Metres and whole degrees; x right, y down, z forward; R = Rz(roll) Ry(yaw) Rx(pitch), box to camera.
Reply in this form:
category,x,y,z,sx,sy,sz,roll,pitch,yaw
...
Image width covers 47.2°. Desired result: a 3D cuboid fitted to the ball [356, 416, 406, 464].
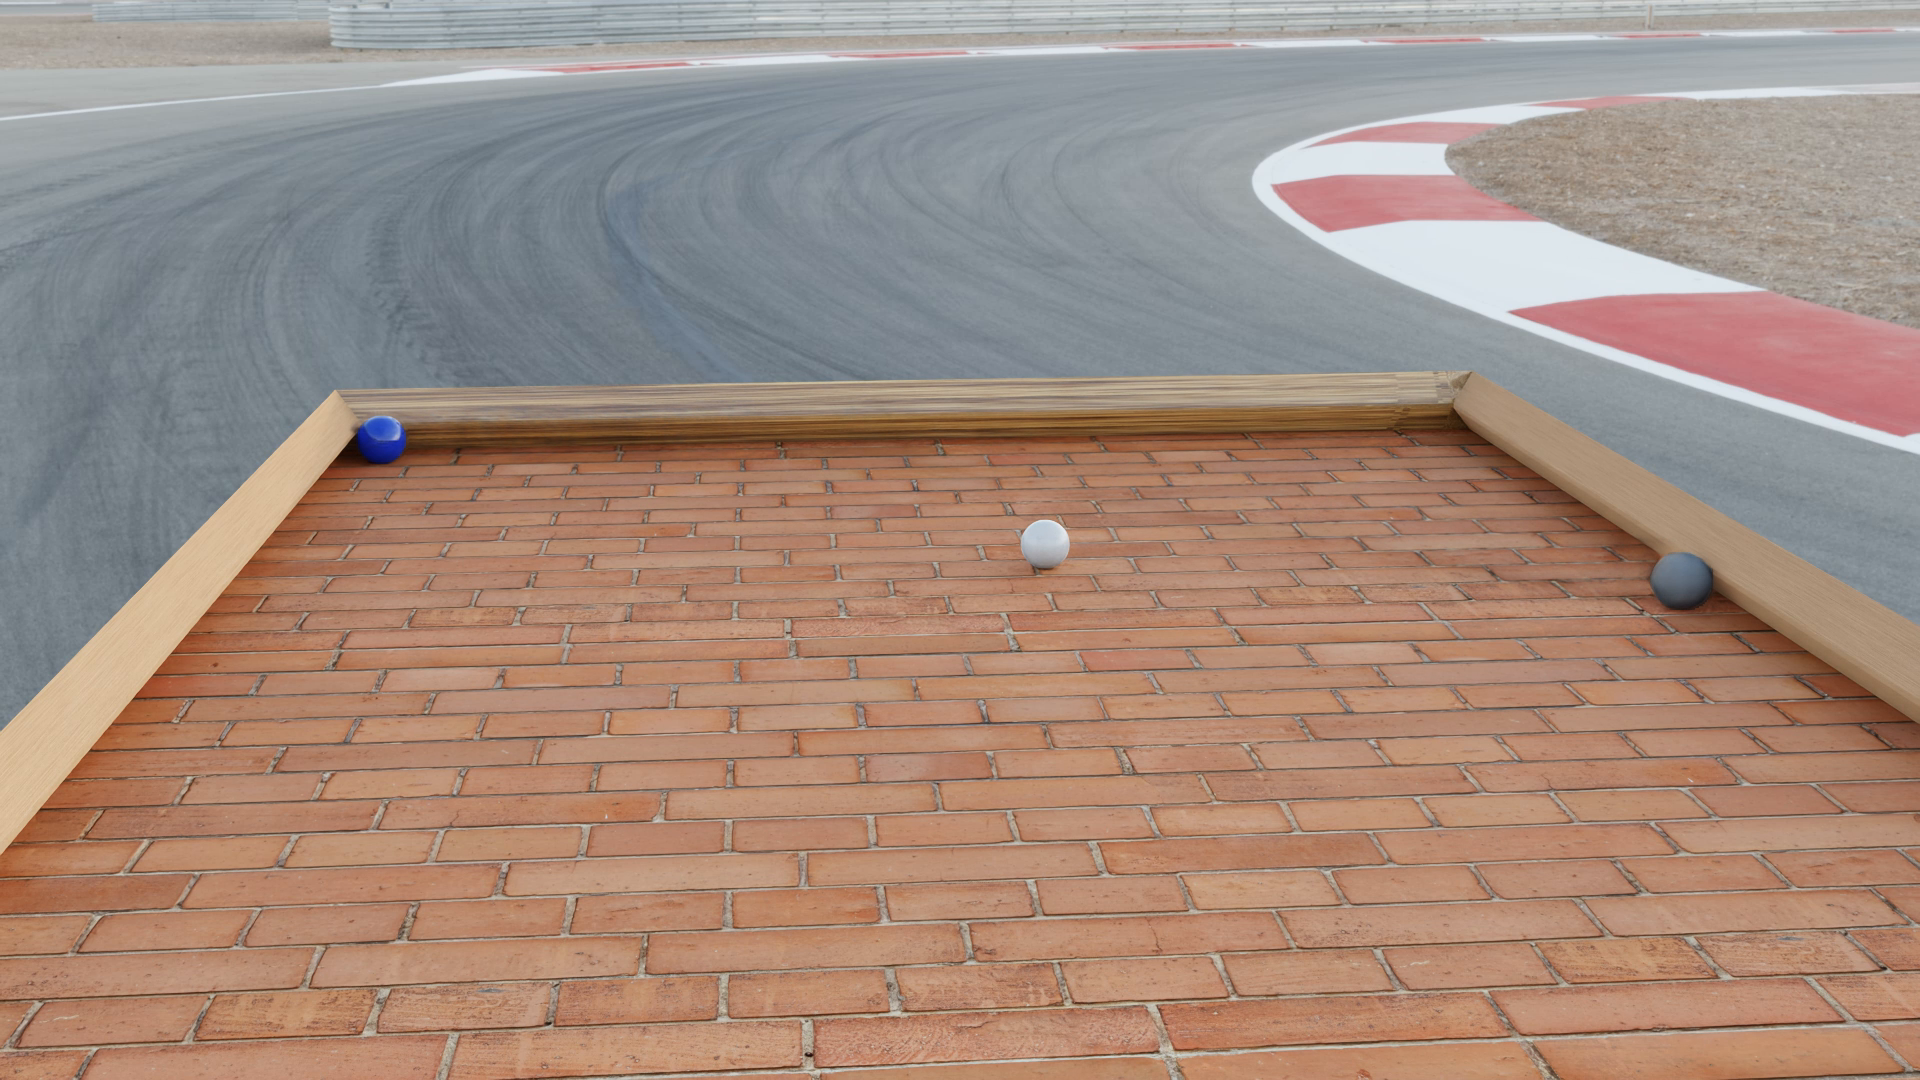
category,x,y,z,sx,sy,sz,roll,pitch,yaw
ball,-0.876,-0.153,3.334,0.073,0.073,0.073,0,15,0

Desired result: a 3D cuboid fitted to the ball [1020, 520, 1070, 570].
category,x,y,z,sx,sy,sz,roll,pitch,yaw
ball,0.107,0.005,2.755,0.062,0.062,0.062,0,15,0

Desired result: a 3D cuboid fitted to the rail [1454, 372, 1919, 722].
category,x,y,z,sx,sy,sz,roll,pitch,yaw
rail,0.946,0.160,2.103,0.045,0.095,3.050,-1,15,-5

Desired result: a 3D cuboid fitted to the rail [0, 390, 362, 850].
category,x,y,z,sx,sy,sz,roll,pitch,yaw
rail,-0.809,0.200,1.951,0.045,0.095,3.050,-1,15,-5

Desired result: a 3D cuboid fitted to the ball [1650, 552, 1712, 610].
category,x,y,z,sx,sy,sz,roll,pitch,yaw
ball,0.846,0.048,2.582,0.068,0.068,0.068,0,15,0

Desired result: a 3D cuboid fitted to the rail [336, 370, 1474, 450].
category,x,y,z,sx,sy,sz,roll,pitch,yaw
rail,-0.066,-0.202,3.473,1.809,0.095,0.045,-1,15,-5
